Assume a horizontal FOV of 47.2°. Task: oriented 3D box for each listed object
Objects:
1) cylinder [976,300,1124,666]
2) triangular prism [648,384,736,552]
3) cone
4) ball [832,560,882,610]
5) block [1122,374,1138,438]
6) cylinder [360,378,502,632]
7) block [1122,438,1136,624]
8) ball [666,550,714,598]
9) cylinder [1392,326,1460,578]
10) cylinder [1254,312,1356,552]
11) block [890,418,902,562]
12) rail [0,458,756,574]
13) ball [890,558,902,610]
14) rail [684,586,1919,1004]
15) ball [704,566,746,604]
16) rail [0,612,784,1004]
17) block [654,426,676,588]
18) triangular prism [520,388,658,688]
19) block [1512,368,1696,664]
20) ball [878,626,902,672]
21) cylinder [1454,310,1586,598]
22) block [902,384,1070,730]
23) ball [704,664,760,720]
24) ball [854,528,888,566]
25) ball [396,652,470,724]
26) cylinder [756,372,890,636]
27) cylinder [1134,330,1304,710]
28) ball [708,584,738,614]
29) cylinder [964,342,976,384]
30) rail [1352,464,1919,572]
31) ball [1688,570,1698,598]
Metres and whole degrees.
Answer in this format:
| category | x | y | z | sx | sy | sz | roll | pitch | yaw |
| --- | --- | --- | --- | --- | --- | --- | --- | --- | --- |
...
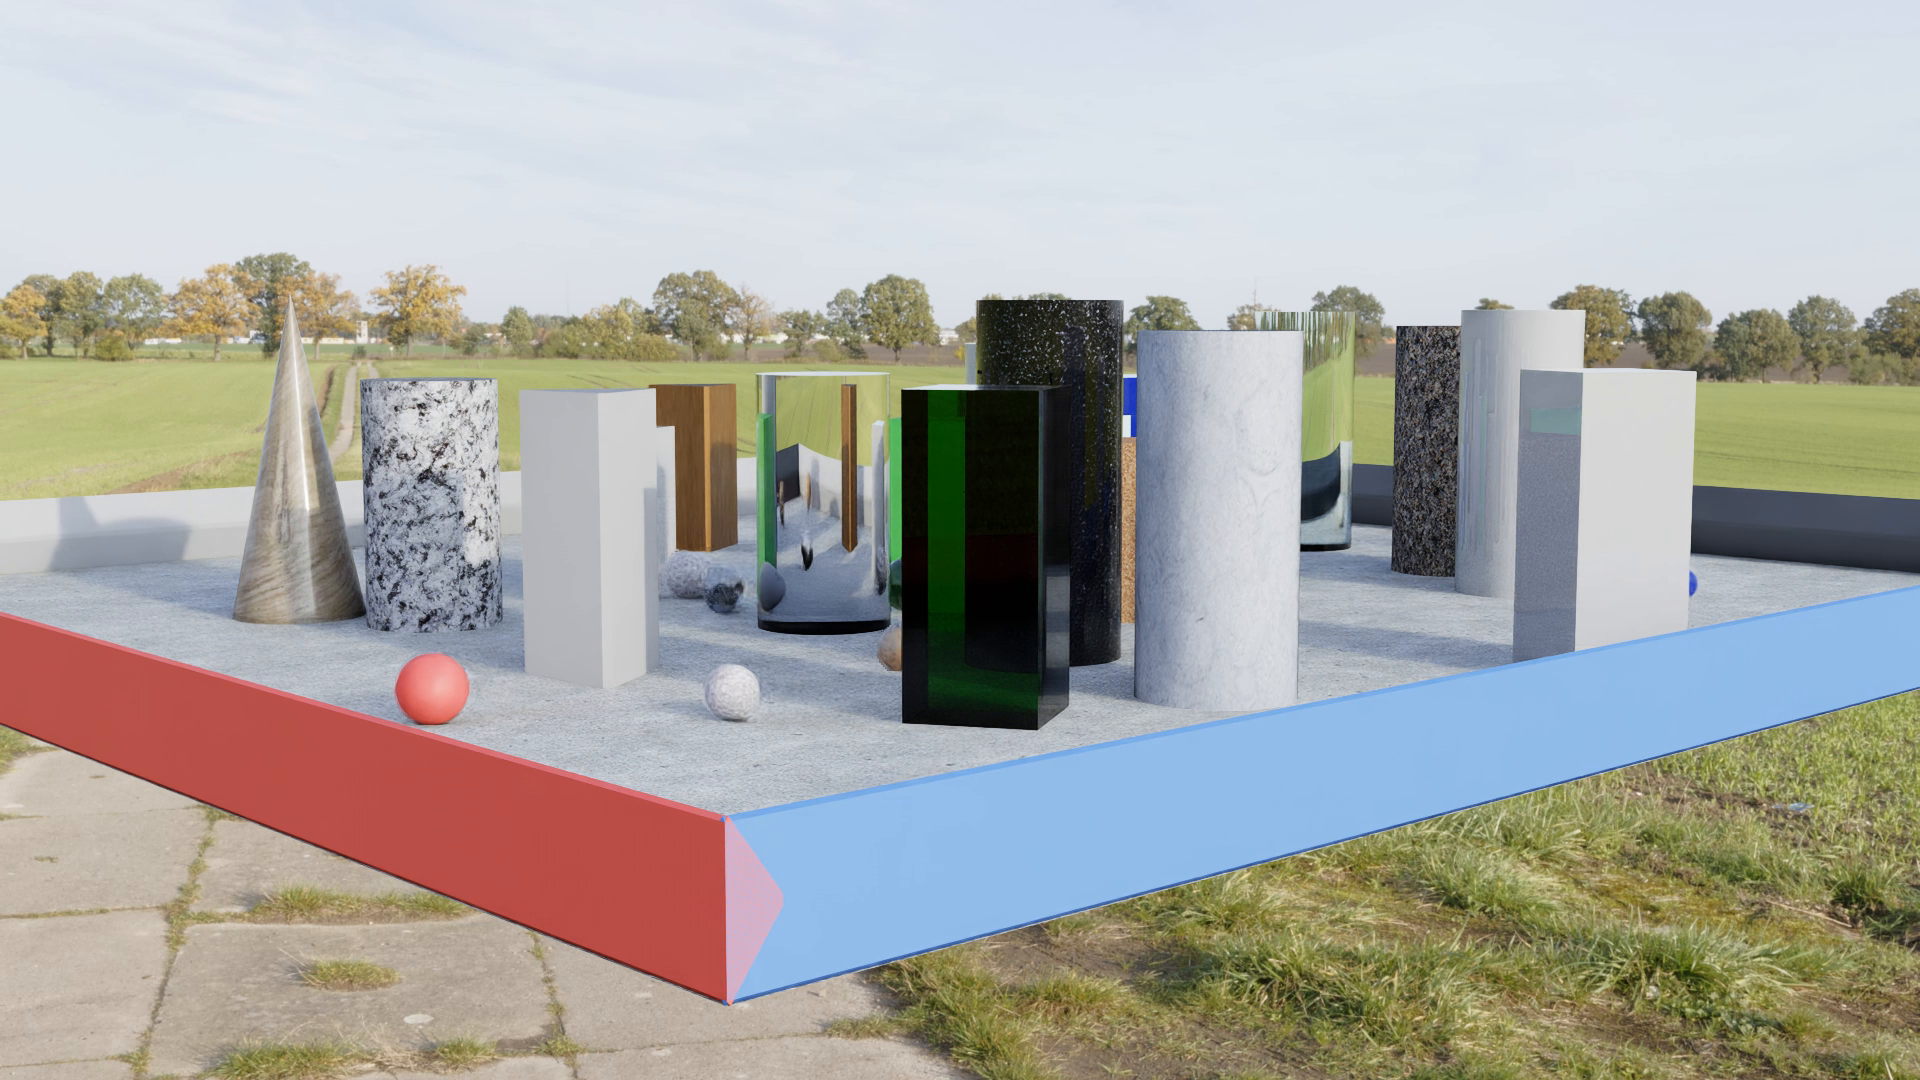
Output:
| category | x | y | z | sx | sy | sz | roll | pitch | yaw |
| --- | --- | --- | --- | --- | --- | --- | --- | --- | --- |
| cylinder | 0.113 | -0.077 | 2.796 | 0.187 | 0.453 | 0.187 | 0 | 6 | 0 |
| triangular prism | -0.471 | -0.139 | 4.095 | 0.162 | 0.301 | 0.140 | 5 | 8 | 42 |
| cone | -0.956 | -0.123 | 3.163 | 0.187 | 0.466 | 0.187 | 0 | 6 | 0 |
| ball | -0.151 | 0.066 | 3.245 | 0.073 | 0.073 | 0.073 | 0 | 6 | 0 |
| block | 0.296 | -0.132 | 3.936 | 0.150 | 0.322 | 0.150 | -4 | 7 | -30 |
| cylinder | -0.741 | -0.053 | 3.089 | 0.187 | 0.344 | 0.187 | 0 | 6 | 0 |
| block | 0.297 | -0.016 | 3.163 | 0.150 | 0.254 | 0.150 | 1 | 6 | 5 |
| ball | -0.415 | 0.052 | 3.375 | 0.073 | 0.073 | 0.073 | 0 | 6 | 0 |
| cylinder | 0.826 | -0.153 | 3.706 | 0.187 | 0.413 | 0.187 | 0 | 6 | 0 |
| cylinder | 0.636 | -0.205 | 4.085 | 0.187 | 0.436 | 0.187 | 0 | 6 | 0 |
| block | -0.016 | -0.046 | 3.323 | 0.150 | 0.279 | 0.150 | 2 | 6 | 15 |
| rail | -0.885 | -0.069 | 4.286 | 2.857 | 0.121 | 0.045 | -6 | 8 | -42 |
| ball | -0.077 | 0.065 | 3.227 | 0.080 | 0.080 | 0.080 | 0 | 6 | 0 |
| rail | 0.885 | 0.133 | 2.378 | 2.857 | 0.121 | 0.045 | -6 | 8 | -42 |
| ball | -0.349 | 0.070 | 3.260 | 0.062 | 0.062 | 0.062 | 0 | 6 | 0 |
| rail | -1.033 | 0.132 | 2.385 | 0.045 | 0.121 | 2.658 | -6 | 8 | -42 |
| block | -0.556 | -0.053 | 3.510 | 0.150 | 0.254 | 0.150 | 2 | 6 | 20 |
| triangular prism | -0.423 | -0.009 | 2.661 | 0.162 | 0.345 | 0.140 | 6 | 8 | 43 |
| block | 0.784 | -0.023 | 2.686 | 0.150 | 0.368 | 0.150 | -2 | 6 | -14 |
| ball | -0.071 | 0.133 | 2.692 | 0.056 | 0.056 | 0.056 | 0 | 6 | 0 |
| cylinder | 0.872 | -0.138 | 3.432 | 0.187 | 0.440 | 0.187 | 0 | 6 | 0 |
| block | 0.030 | 0.013 | 2.393 | 0.150 | 0.358 | 0.150 | 2 | 6 | 16 |
| ball | -0.246 | 0.165 | 2.377 | 0.060 | 0.060 | 0.060 | 0 | 6 | 0 |
| ball | -0.150 | 0.012 | 3.794 | 0.066 | 0.066 | 0.066 | 0 | 6 | 0 |
| ball | -0.564 | 0.159 | 2.352 | 0.077 | 0.077 | 0.077 | 0 | 6 | 0 |
| cylinder | -0.190 | -0.056 | 3.068 | 0.187 | 0.353 | 0.187 | 0 | 6 | 0 |
| cylinder | 0.293 | -0.029 | 2.503 | 0.187 | 0.418 | 0.187 | 0 | 6 | 0 |
| ball | -0.347 | 0.085 | 3.209 | 0.044 | 0.044 | 0.044 | 0 | 6 | 0 |
| cylinder | 0.101 | -0.125 | 3.561 | 0.187 | 0.386 | 0.187 | 0 | 6 | 0 |
| rail | 1.033 | -0.069 | 4.280 | 0.045 | 0.121 | 2.658 | -6 | 8 | -42 |
| ball | 1.095 | 0.067 | 3.344 | 0.051 | 0.051 | 0.051 | 0 | 6 | 0 |
